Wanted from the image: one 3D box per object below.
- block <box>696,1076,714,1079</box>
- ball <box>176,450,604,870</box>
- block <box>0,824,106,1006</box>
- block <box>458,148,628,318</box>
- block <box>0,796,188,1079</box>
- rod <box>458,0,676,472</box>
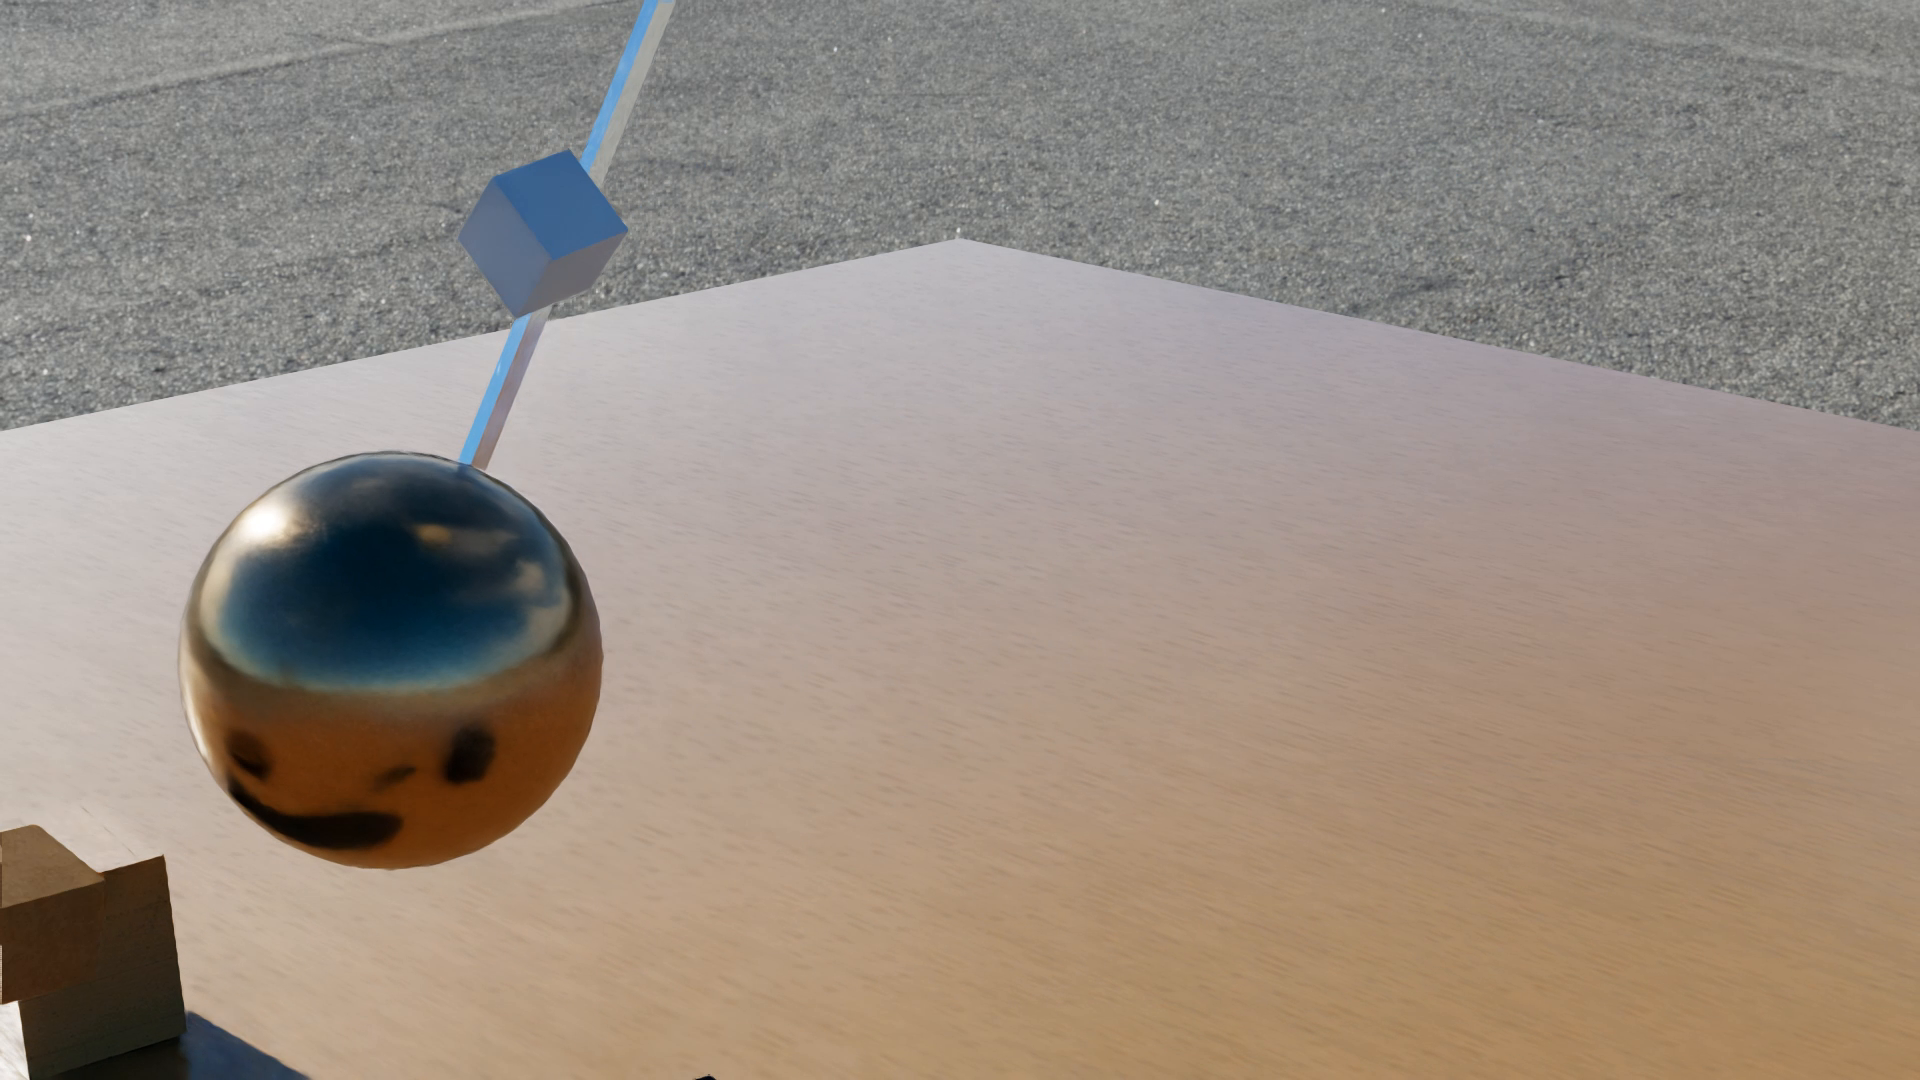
[{"bbox_3d":[-0.945,2.270,10.187,0.472,0.560,0.490,-12,21,-33],"label":"block"},{"bbox_3d":[-2.168,0.458,11.213,1.600,1.600,1.600,0,17,0],"label":"ball"},{"bbox_3d":[-3.460,1.366,10.648,0.463,0.412,0.483,28,26,34],"label":"block"},{"bbox_3d":[-1.473,-1.081,10.347,0.354,0.370,0.367,-29,-12,-41],"label":"block"},{"bbox_3d":[-3.627,1.602,11.885,0.649,0.792,0.745,-14,22,-33],"label":"block"},{"bbox_3d":[-0.940,-2.698,11.509,0.080,5.200,0.080,17,-7,42],"label":"rod"}]
